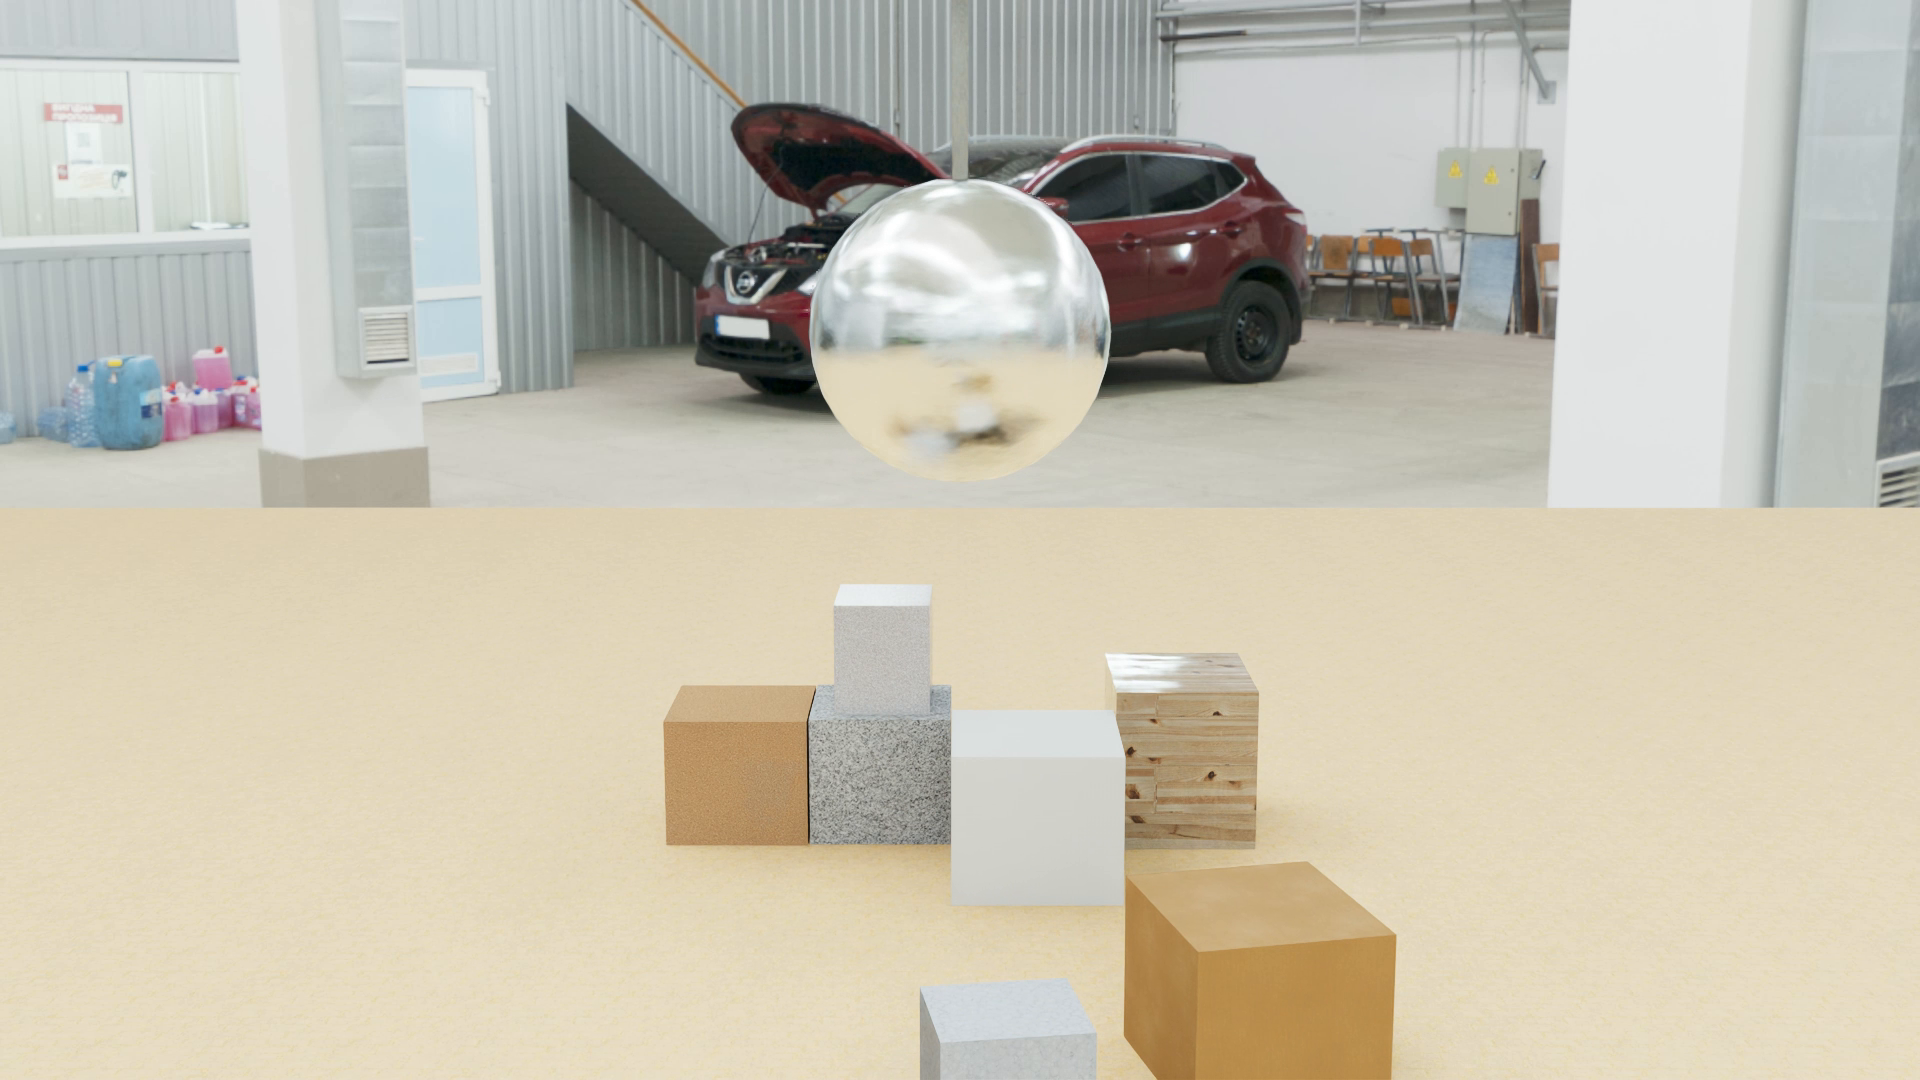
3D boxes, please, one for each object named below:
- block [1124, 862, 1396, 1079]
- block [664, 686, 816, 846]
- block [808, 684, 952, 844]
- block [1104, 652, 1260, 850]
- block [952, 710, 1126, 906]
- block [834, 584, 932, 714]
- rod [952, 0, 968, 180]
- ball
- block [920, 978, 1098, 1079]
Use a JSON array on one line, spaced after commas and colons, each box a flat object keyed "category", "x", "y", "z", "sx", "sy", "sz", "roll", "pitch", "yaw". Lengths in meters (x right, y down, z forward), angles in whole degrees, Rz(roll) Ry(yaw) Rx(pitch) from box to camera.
[{"category": "block", "x": 1.116, "y": 1.700, "z": 8.349, "sx": 0.758, "sy": 0.668, "sz": 0.851, "roll": -2, "pitch": 11, "yaw": -13}, {"category": "block", "x": -1.124, "y": 1.157, "z": 11.400, "sx": 0.714, "sy": 0.644, "sz": 0.744, "roll": 0, "pitch": 10, "yaw": 0}, {"category": "block", "x": -0.402, "y": 1.154, "z": 11.402, "sx": 0.711, "sy": 0.650, "sz": 0.721, "roll": 0, "pitch": 10, "yaw": 0}, {"category": "block", "x": 1.128, "y": 1.077, "z": 11.379, "sx": 0.707, "sy": 0.810, "sz": 0.856, "roll": 0, "pitch": 10, "yaw": 0}, {"category": "block", "x": 0.361, "y": 1.272, "z": 10.574, "sx": 0.801, "sy": 0.714, "sz": 0.847, "roll": 0, "pitch": 10, "yaw": 0}, {"category": "block", "x": -0.388, "y": 0.557, "z": 11.301, "sx": 0.480, "sy": 0.562, "sz": 0.534, "roll": 0, "pitch": 10, "yaw": 1}, {"category": "rod", "x": 0.000, "y": -4.365, "z": 10.669, "sx": 0.080, "sy": 5.200, "sz": 0.080, "roll": 0, "pitch": 16, "yaw": 0}, {"category": "ball", "x": 0.000, "y": -1.104, "z": 11.630, "sx": 1.600, "sy": 1.600, "sz": 1.600, "roll": 0, "pitch": 10, "yaw": 0}, {"category": "block", "x": 0.162, "y": 1.893, "z": 7.809, "sx": 0.544, "sy": 0.481, "sz": 0.512, "roll": -2, "pitch": 10, "yaw": -9}]
